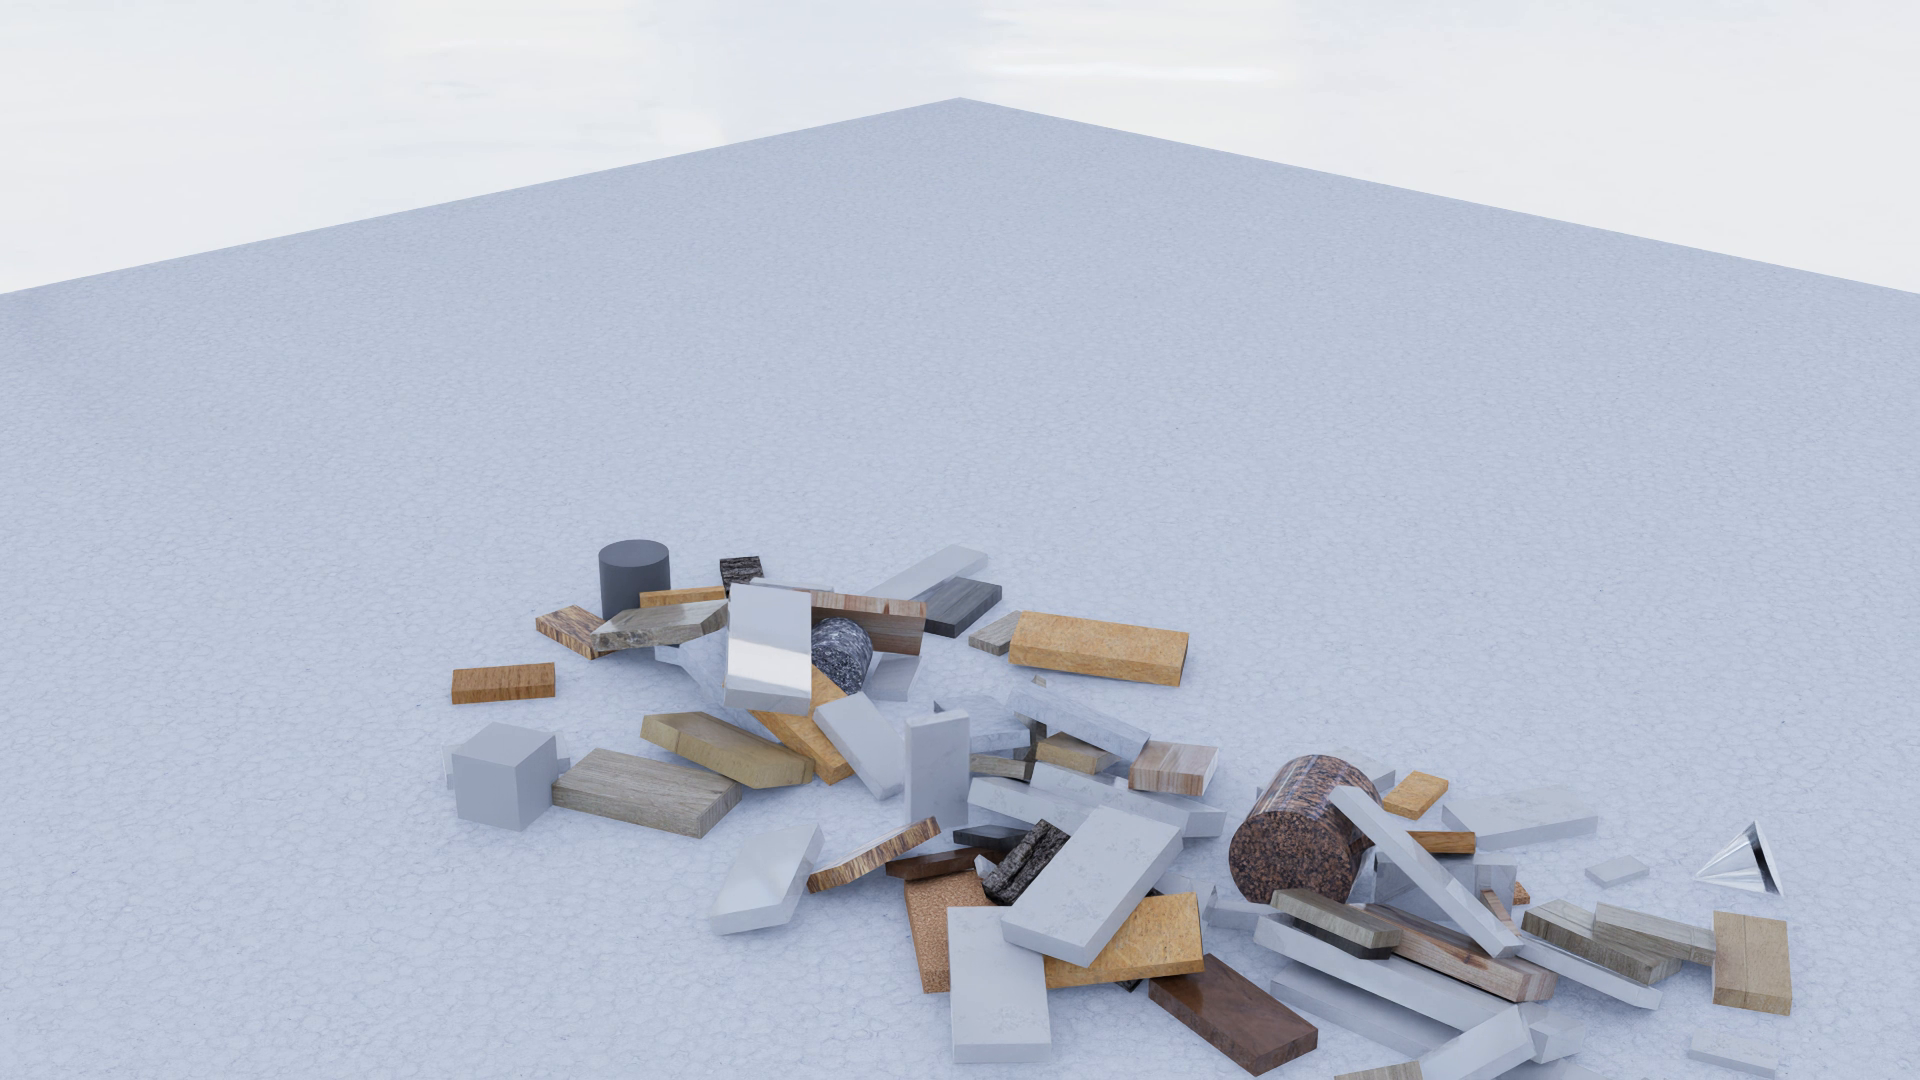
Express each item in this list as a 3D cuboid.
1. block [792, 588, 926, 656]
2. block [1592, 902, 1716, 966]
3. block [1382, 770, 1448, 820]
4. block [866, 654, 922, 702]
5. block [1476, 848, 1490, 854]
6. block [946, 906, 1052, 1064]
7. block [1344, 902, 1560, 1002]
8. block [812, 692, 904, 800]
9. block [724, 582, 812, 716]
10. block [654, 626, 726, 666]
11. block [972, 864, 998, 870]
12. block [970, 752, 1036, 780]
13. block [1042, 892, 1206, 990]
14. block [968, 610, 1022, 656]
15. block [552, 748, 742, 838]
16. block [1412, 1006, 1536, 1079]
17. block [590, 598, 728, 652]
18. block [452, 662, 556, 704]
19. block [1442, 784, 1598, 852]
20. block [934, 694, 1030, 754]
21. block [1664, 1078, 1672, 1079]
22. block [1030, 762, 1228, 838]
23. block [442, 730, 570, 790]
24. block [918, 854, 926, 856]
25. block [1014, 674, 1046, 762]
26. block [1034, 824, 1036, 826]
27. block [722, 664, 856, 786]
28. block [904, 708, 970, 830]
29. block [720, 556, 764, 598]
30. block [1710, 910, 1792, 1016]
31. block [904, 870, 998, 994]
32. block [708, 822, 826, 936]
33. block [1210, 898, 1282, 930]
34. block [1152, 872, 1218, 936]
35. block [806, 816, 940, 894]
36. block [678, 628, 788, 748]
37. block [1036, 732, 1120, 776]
[{"bbox_3d":[-0.235,0.188,5.008,0.304,0.152,0.043,6,52,-4],"label":"block"},{"bbox_3d":[1.249,0.708,3.958,0.209,0.030,0.104,13,14,15],"label":"block"},{"bbox_3d":[0.932,0.522,4.502,0.077,0.022,0.155,15,27,32],"label":"block"},{"bbox_3d":[-0.147,0.311,4.993,0.092,0.026,0.184,4,23,9],"label":"block"},{"bbox_3d":[1.002,0.620,4.279,0.112,0.016,0.056,21,31,40],"label":"block"},{"bbox_3d":[0.064,0.766,3.810,0.162,0.046,0.325,0,35,-3],"label":"block"},{"bbox_3d":[0.863,0.727,3.893,0.347,0.049,0.174,18,3,36],"label":"block"},{"bbox_3d":[-0.187,0.427,4.584,0.123,0.035,0.247,-17,52,-37],"label":"block"},{"bbox_3d":[-0.414,0.233,4.751,0.178,0.050,0.355,8,36,-10],"label":"block"},{"bbox_3d":[-0.527,0.254,5.024,0.304,0.043,0.152,11,25,24],"label":"block"},{"bbox_3d":[0.082,0.636,4.242,0.111,0.016,0.055,-4,23,-10],"label":"block"},{"bbox_3d":[0.047,0.461,4.533,0.247,0.035,0.123,6,-5,27],"label":"block"},{"bbox_3d":[0.285,0.705,3.873,0.279,0.040,0.139,-8,46,7],"label":"block"},{"bbox_3d":[0.114,0.220,5.209,0.092,0.026,0.184,18,29,35],"label":"block"},{"bbox_3d":[-0.638,0.514,4.487,0.343,0.049,0.171,9,25,21],"label":"block"},{"bbox_3d":[0.833,0.845,3.581,0.205,0.029,0.103,-34,17,16],"label":"block"},{"bbox_3d":[-0.682,0.196,5.058,0.304,0.043,0.152,-6,17,26],"label":"block"},{"bbox_3d":[-1.028,0.323,4.959,0.226,0.032,0.113,-4,23,-9],"label":"block"},{"bbox_3d":[1.119,0.556,4.400,0.272,0.039,0.136,-7,24,-16],"label":"block"},{"bbox_3d":[0.044,0.389,4.697,0.126,0.036,0.340,-6,10,-13],"label":"block"},{"bbox_3d":[1.188,0.896,3.534,0.138,0.020,0.069,23,2,-44],"label":"block"},{"bbox_3d":[0.336,0.517,4.389,0.352,0.050,0.176,15,2,31],"label":"block"},{"bbox_3d":[-0.955,0.462,4.627,0.254,0.036,0.127,-7,24,-15],"label":"block"},{"bbox_3d":[-0.058,0.639,4.234,0.055,0.016,0.111,2,23,4],"label":"block"},{"bbox_3d":[0.150,0.398,4.704,0.026,0.092,0.309,29,21,-10],"label":"block"},{"bbox_3d":[0.238,0.585,4.308,0.172,0.024,0.086,15,2,32],"label":"block"},{"bbox_3d":[-0.323,0.367,4.689,0.178,0.050,0.356,-22,50,-40],"label":"block"},{"bbox_3d":[-0.046,0.461,4.359,0.123,0.247,0.035,-9,26,-20],"label":"block"},{"bbox_3d":[-0.542,0.096,5.499,0.100,0.028,0.201,-4,23,-10],"label":"block"},{"bbox_3d":[1.414,0.755,3.936,0.127,0.036,0.255,7,24,15],"label":"block"},{"bbox_3d":[-0.004,0.712,4.025,0.162,0.046,0.325,-3,23,-7],"label":"block"},{"bbox_3d":[-0.362,0.638,4.151,0.147,0.042,0.294,-13,20,15],"label":"block"},{"bbox_3d":[0.529,0.691,4.039,0.142,0.071,0.020,5,54,13],"label":"block"},{"bbox_3d":[0.290,0.672,4.031,0.325,0.046,0.162,11,52,23],"label":"block"},{"bbox_3d":[-0.167,0.603,4.214,0.251,0.036,0.126,-23,-2,-42],"label":"block"},{"bbox_3d":[-0.438,0.324,4.794,0.178,0.050,0.356,-20,48,-39],"label":"block"},{"bbox_3d":[0.250,0.437,4.558,0.126,0.036,0.251,15,6,16],"label":"block"}]
